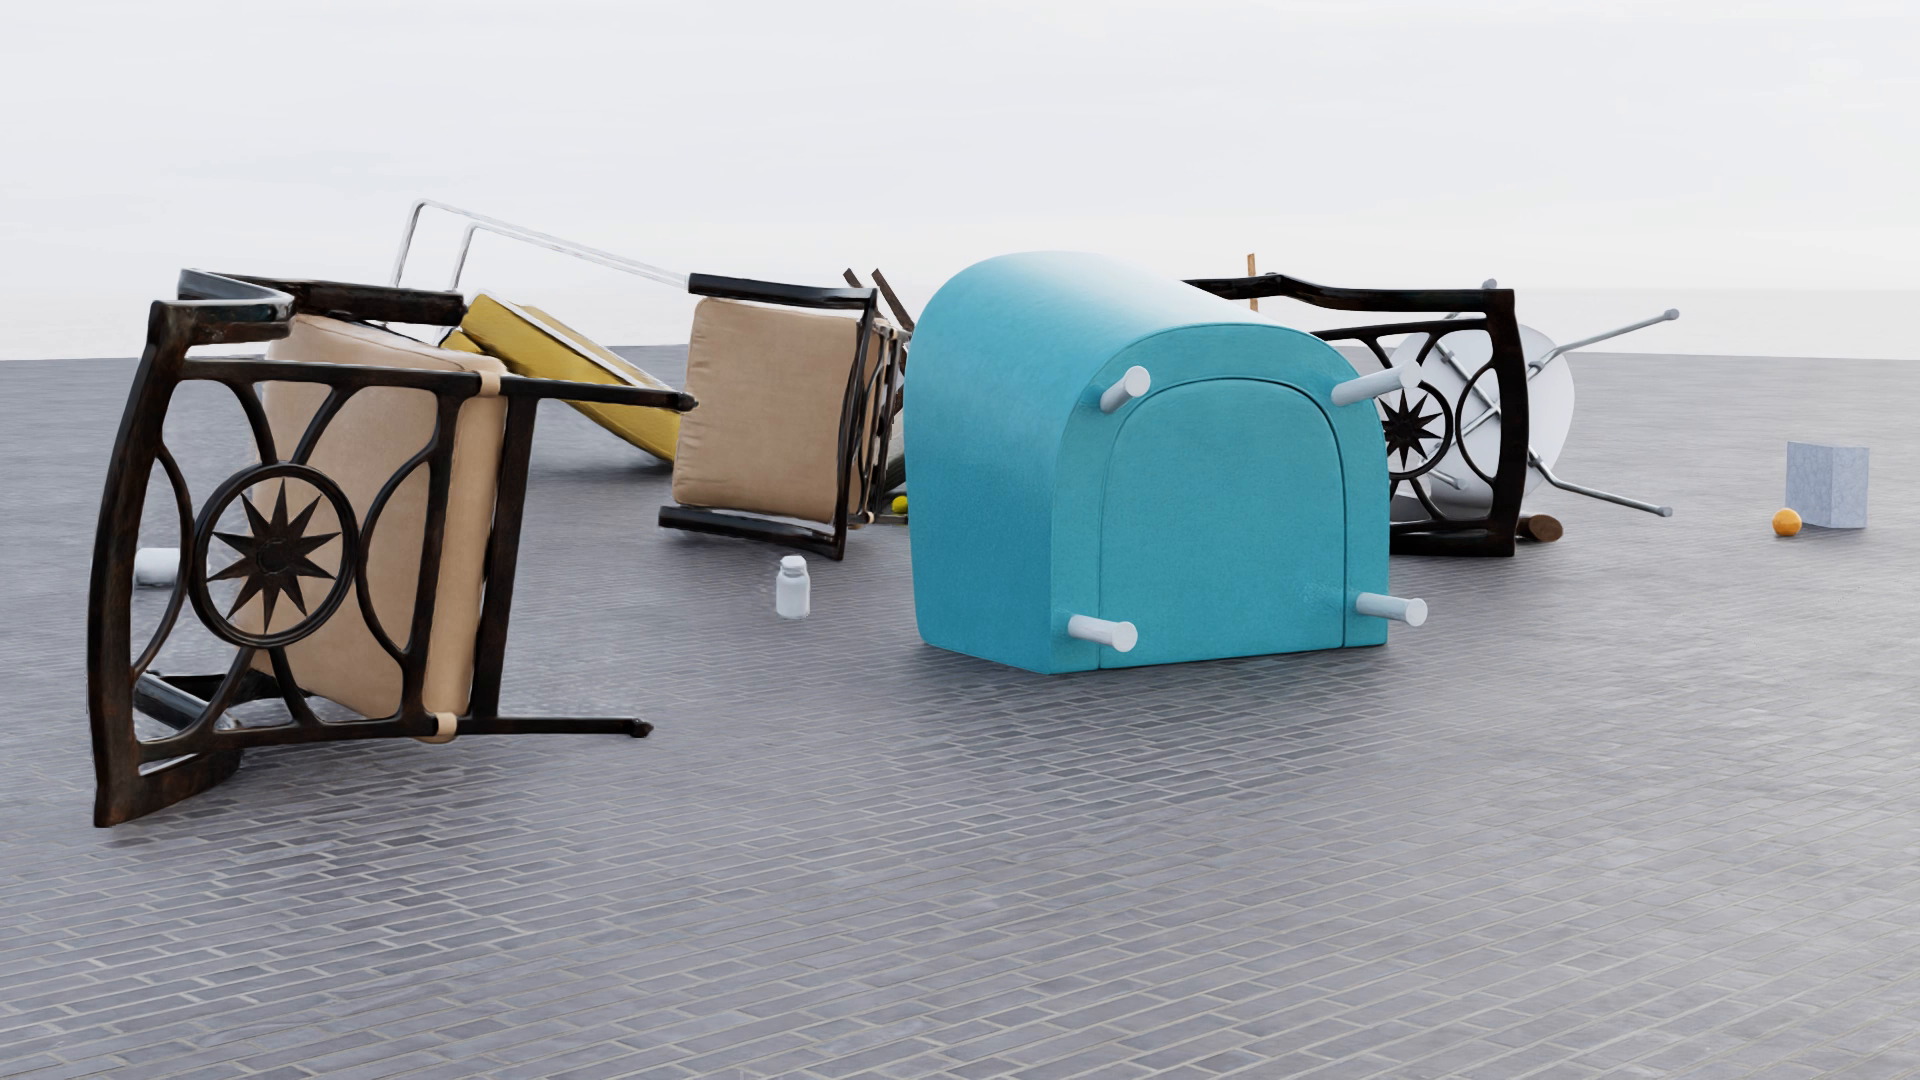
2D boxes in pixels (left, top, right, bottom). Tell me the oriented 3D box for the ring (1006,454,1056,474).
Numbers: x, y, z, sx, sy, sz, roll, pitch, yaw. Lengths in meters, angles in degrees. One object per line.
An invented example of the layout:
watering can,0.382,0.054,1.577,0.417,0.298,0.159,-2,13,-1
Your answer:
ring,0.238,-0.251,8.555,0.180,0.062,0.057,9,-3,17

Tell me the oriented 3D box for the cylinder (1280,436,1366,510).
cylinder,1.028,-0.189,7.272,0.189,0.199,0.177,6,8,31

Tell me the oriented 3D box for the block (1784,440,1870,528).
block,2.311,-0.151,6.844,0.102,0.211,0.255,-1,6,-9

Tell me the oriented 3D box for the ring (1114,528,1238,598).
ring,0.448,0.047,5.334,0.261,0.129,0.192,0,8,21

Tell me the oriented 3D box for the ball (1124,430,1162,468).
ball,0.632,-0.317,8.858,0.131,0.131,0.131,0,6,0
